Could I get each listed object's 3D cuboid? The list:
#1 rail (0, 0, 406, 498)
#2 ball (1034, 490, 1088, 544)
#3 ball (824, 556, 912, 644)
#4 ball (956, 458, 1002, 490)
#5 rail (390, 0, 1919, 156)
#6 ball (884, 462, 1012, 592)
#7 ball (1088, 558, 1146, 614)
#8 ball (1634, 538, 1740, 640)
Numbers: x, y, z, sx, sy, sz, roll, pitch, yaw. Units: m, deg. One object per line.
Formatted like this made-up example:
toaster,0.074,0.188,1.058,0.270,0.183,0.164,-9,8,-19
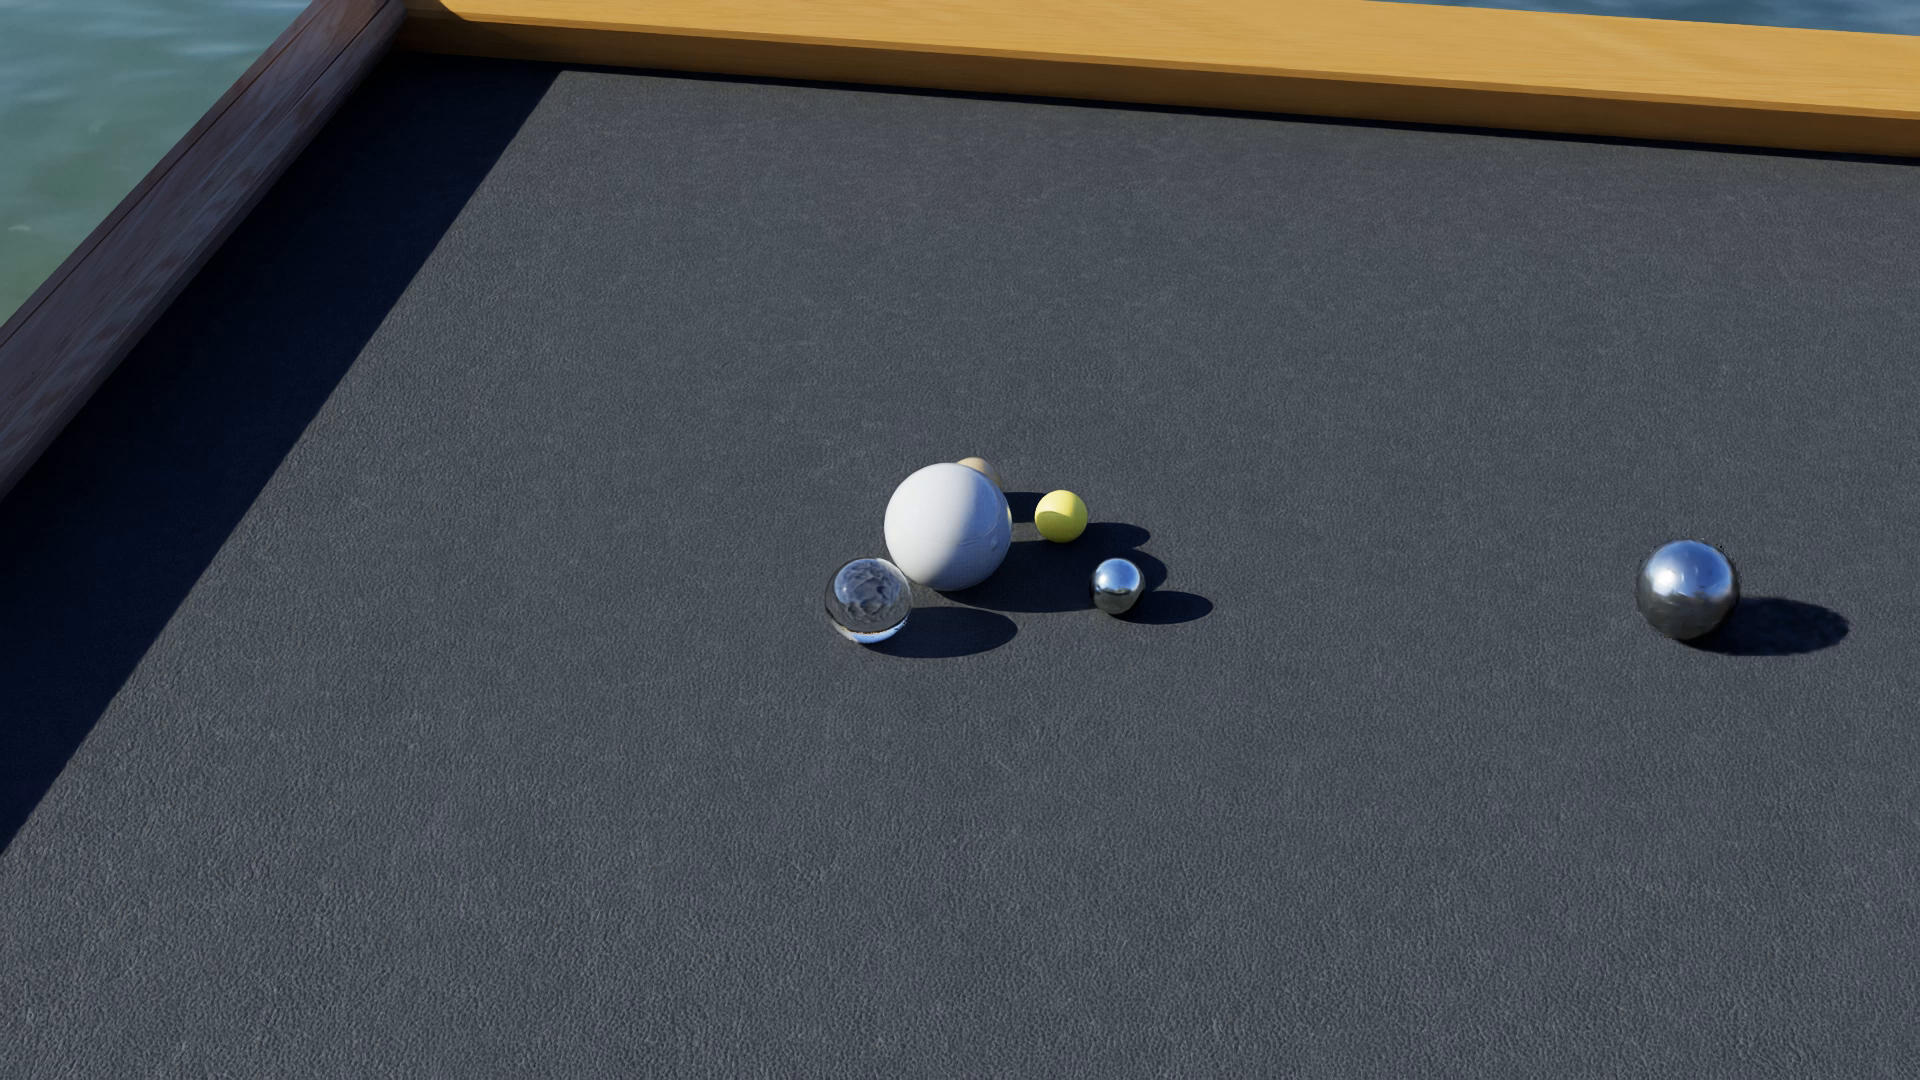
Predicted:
rail,-0.752,-0.100,2.068,0.045,0.128,1.764,5,35,8
ball,0.080,-0.018,2.026,0.042,0.042,0.042,0,34,0
ball,-0.069,0.045,1.913,0.065,0.065,0.065,0,34,0
ball,0.011,-0.044,2.060,0.046,0.046,0.046,0,34,0
rail,0.917,-0.434,2.555,3.144,0.128,0.045,5,35,8
ball,-0.009,-0.010,1.964,0.099,0.099,0.099,0,34,0
ball,0.119,0.035,1.947,0.044,0.044,0.044,0,34,0
ball,0.543,0.037,1.916,0.076,0.076,0.076,0,34,0
